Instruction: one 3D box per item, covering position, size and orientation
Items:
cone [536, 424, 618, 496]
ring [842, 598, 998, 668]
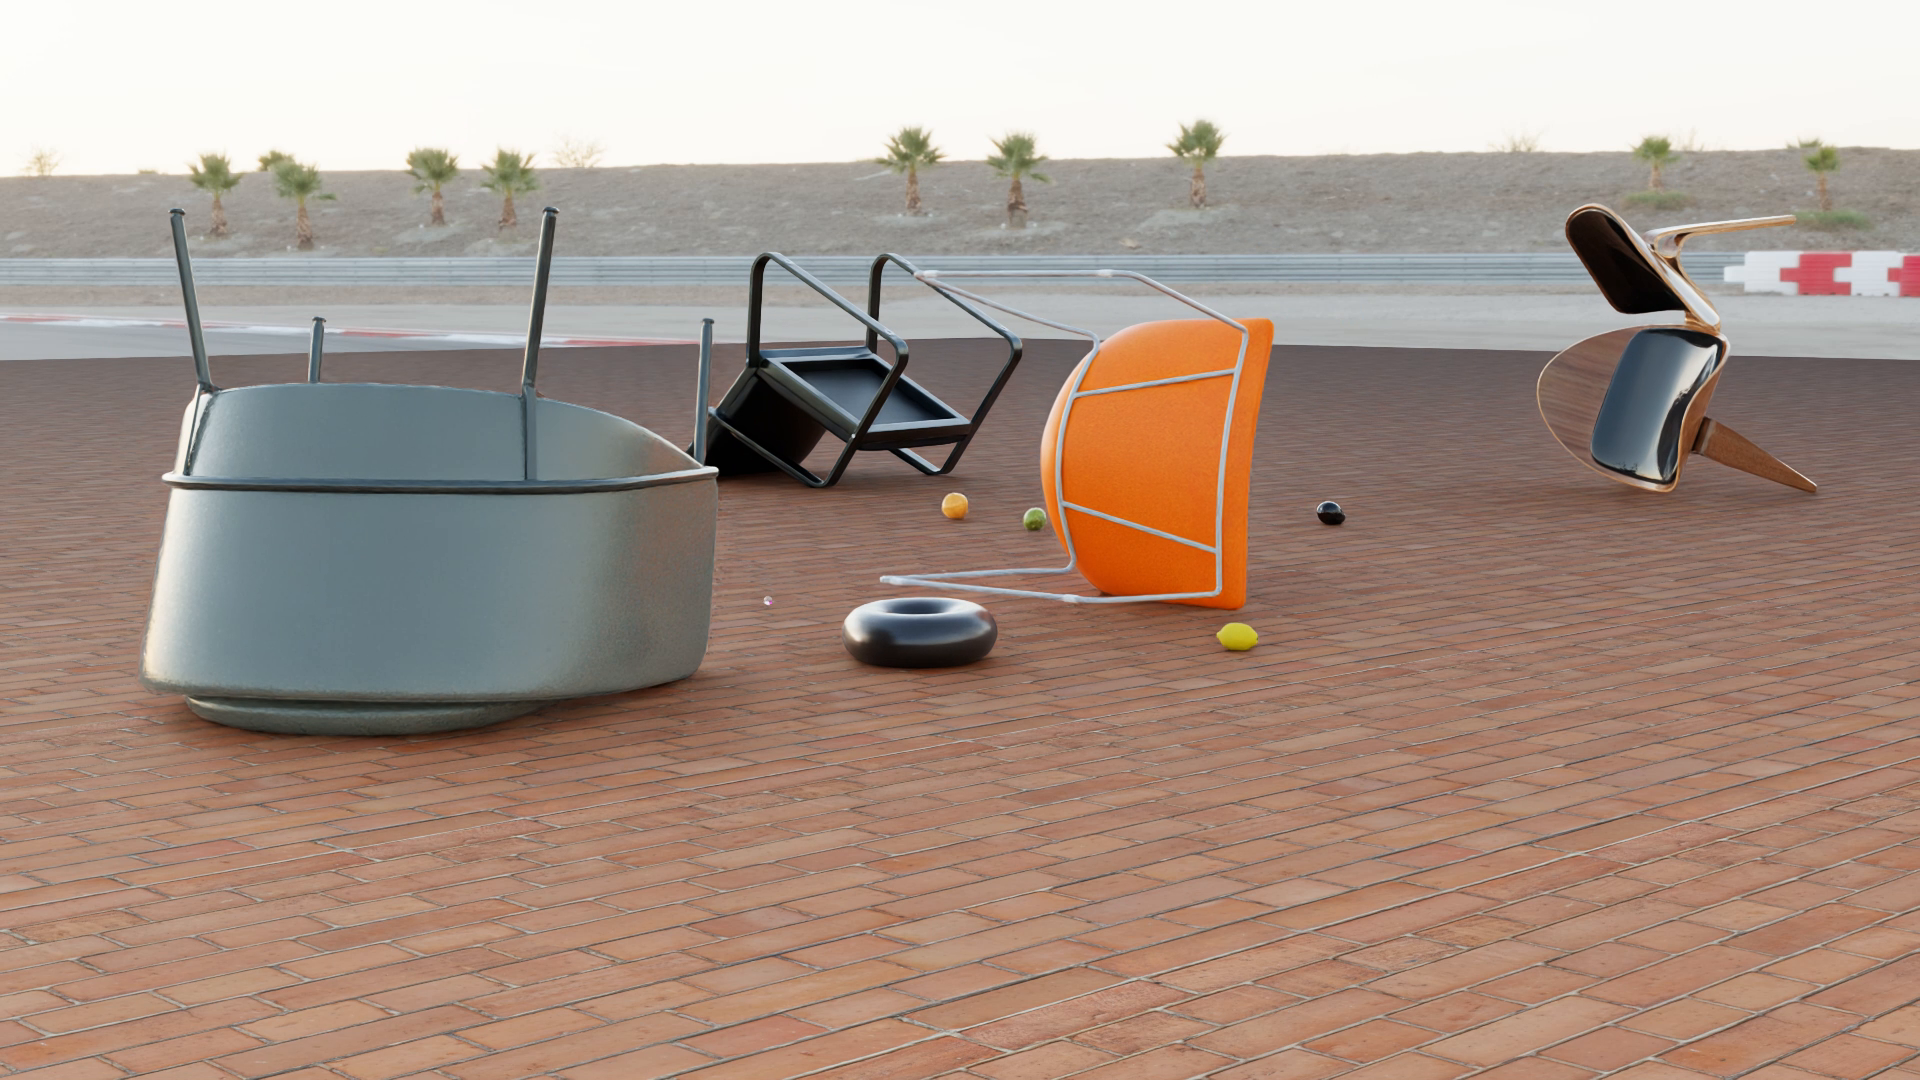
[{"bbox_3d":[-1.203,-0.192,7.764,0.229,0.254,0.208,-41,-10,-37],"label":"cone"},{"bbox_3d":[-0.070,0.159,4.426,0.268,0.091,0.306,-2,7,-9],"label":"ring"}]
